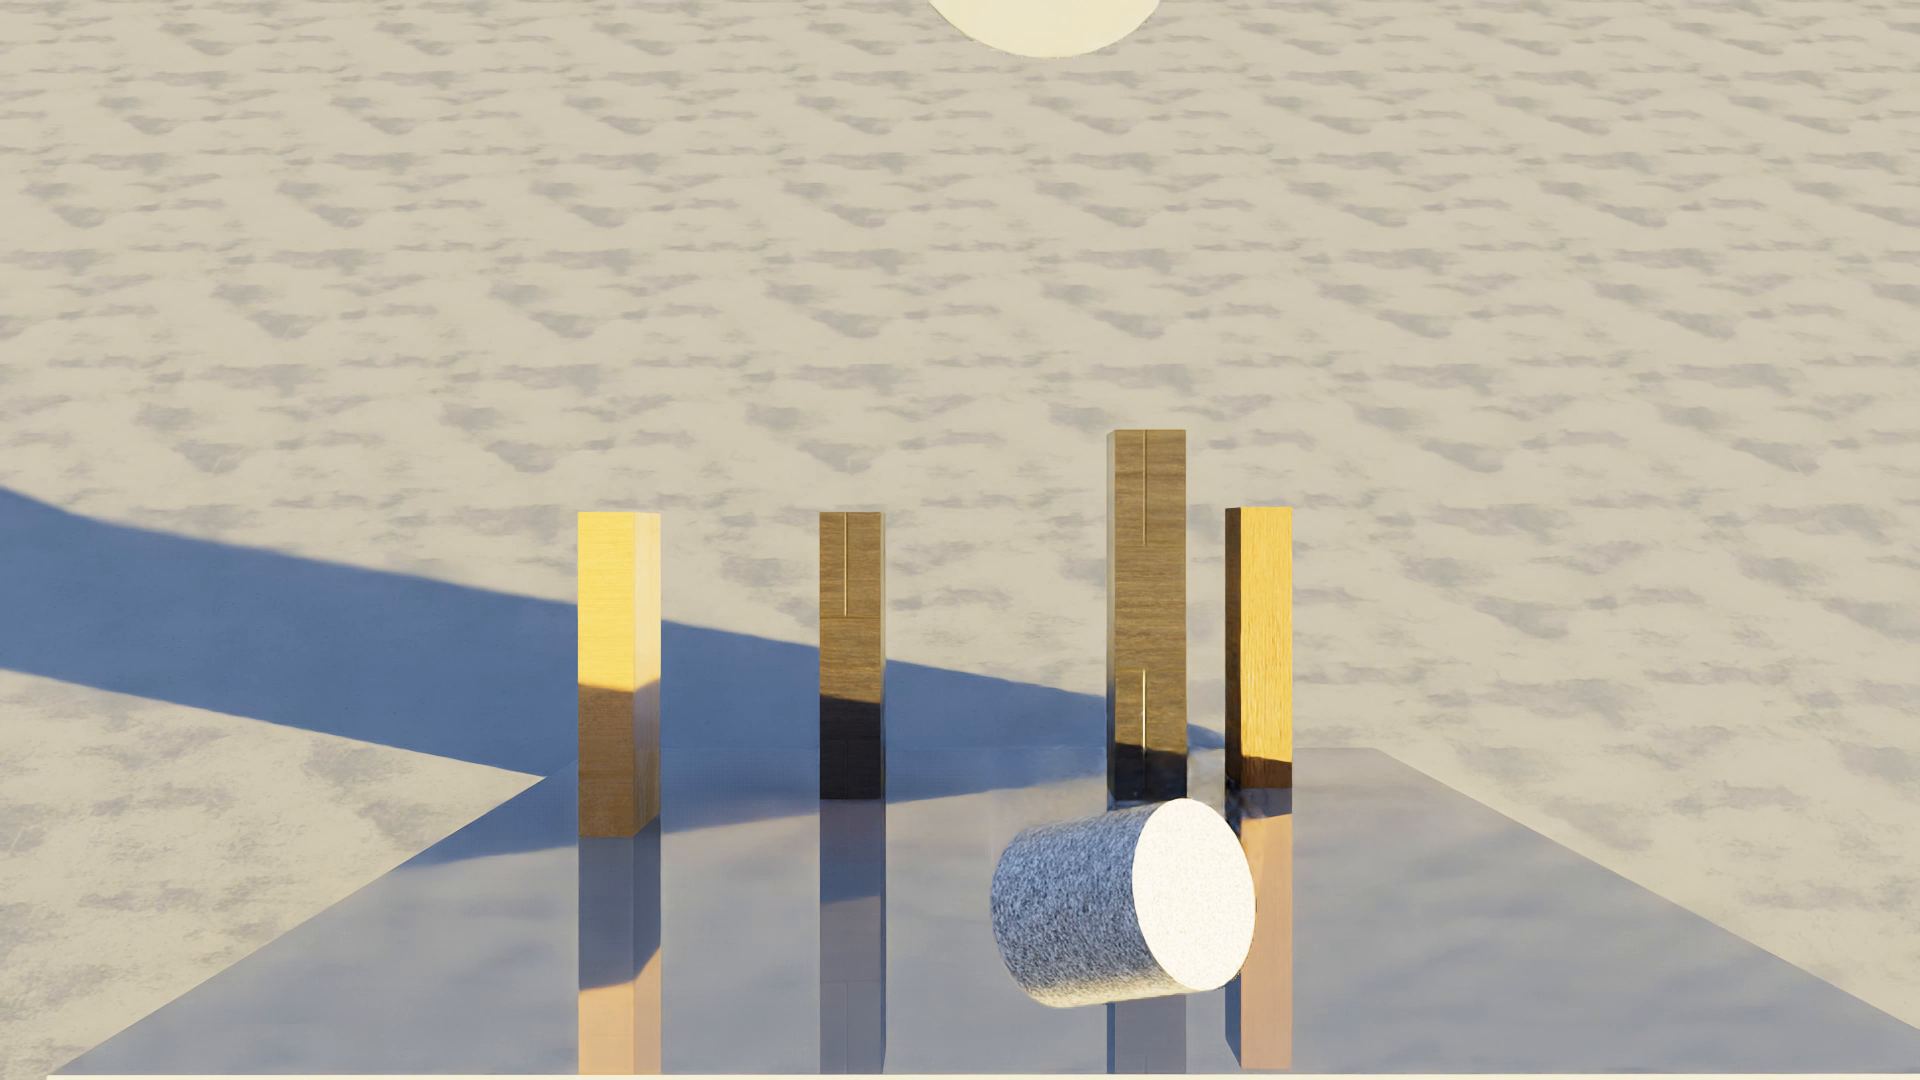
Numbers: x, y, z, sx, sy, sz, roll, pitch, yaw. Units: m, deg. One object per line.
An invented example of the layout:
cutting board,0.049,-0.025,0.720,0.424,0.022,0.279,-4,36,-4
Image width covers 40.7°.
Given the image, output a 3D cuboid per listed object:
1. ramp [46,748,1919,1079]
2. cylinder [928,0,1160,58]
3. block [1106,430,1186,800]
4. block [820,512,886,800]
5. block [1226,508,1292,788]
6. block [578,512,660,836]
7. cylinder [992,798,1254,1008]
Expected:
ramp,0.066,0.590,4.642,2.000,0.100,4.000,0,0,0
cylinder,0.071,-0.512,1.976,0.204,0.204,0.204,4,45,7
block,0.393,0.154,5.485,0.147,0.765,0.295,0,0,0
block,-0.228,0.239,5.557,0.126,0.596,0.389,0,0,0
block,0.663,0.232,5.762,0.110,0.608,0.336,0,0,0
block,-0.645,0.244,4.925,0.100,0.591,0.432,0,0,0
cylinder,0.156,0.350,2.484,0.179,0.179,0.179,-16,14,42
